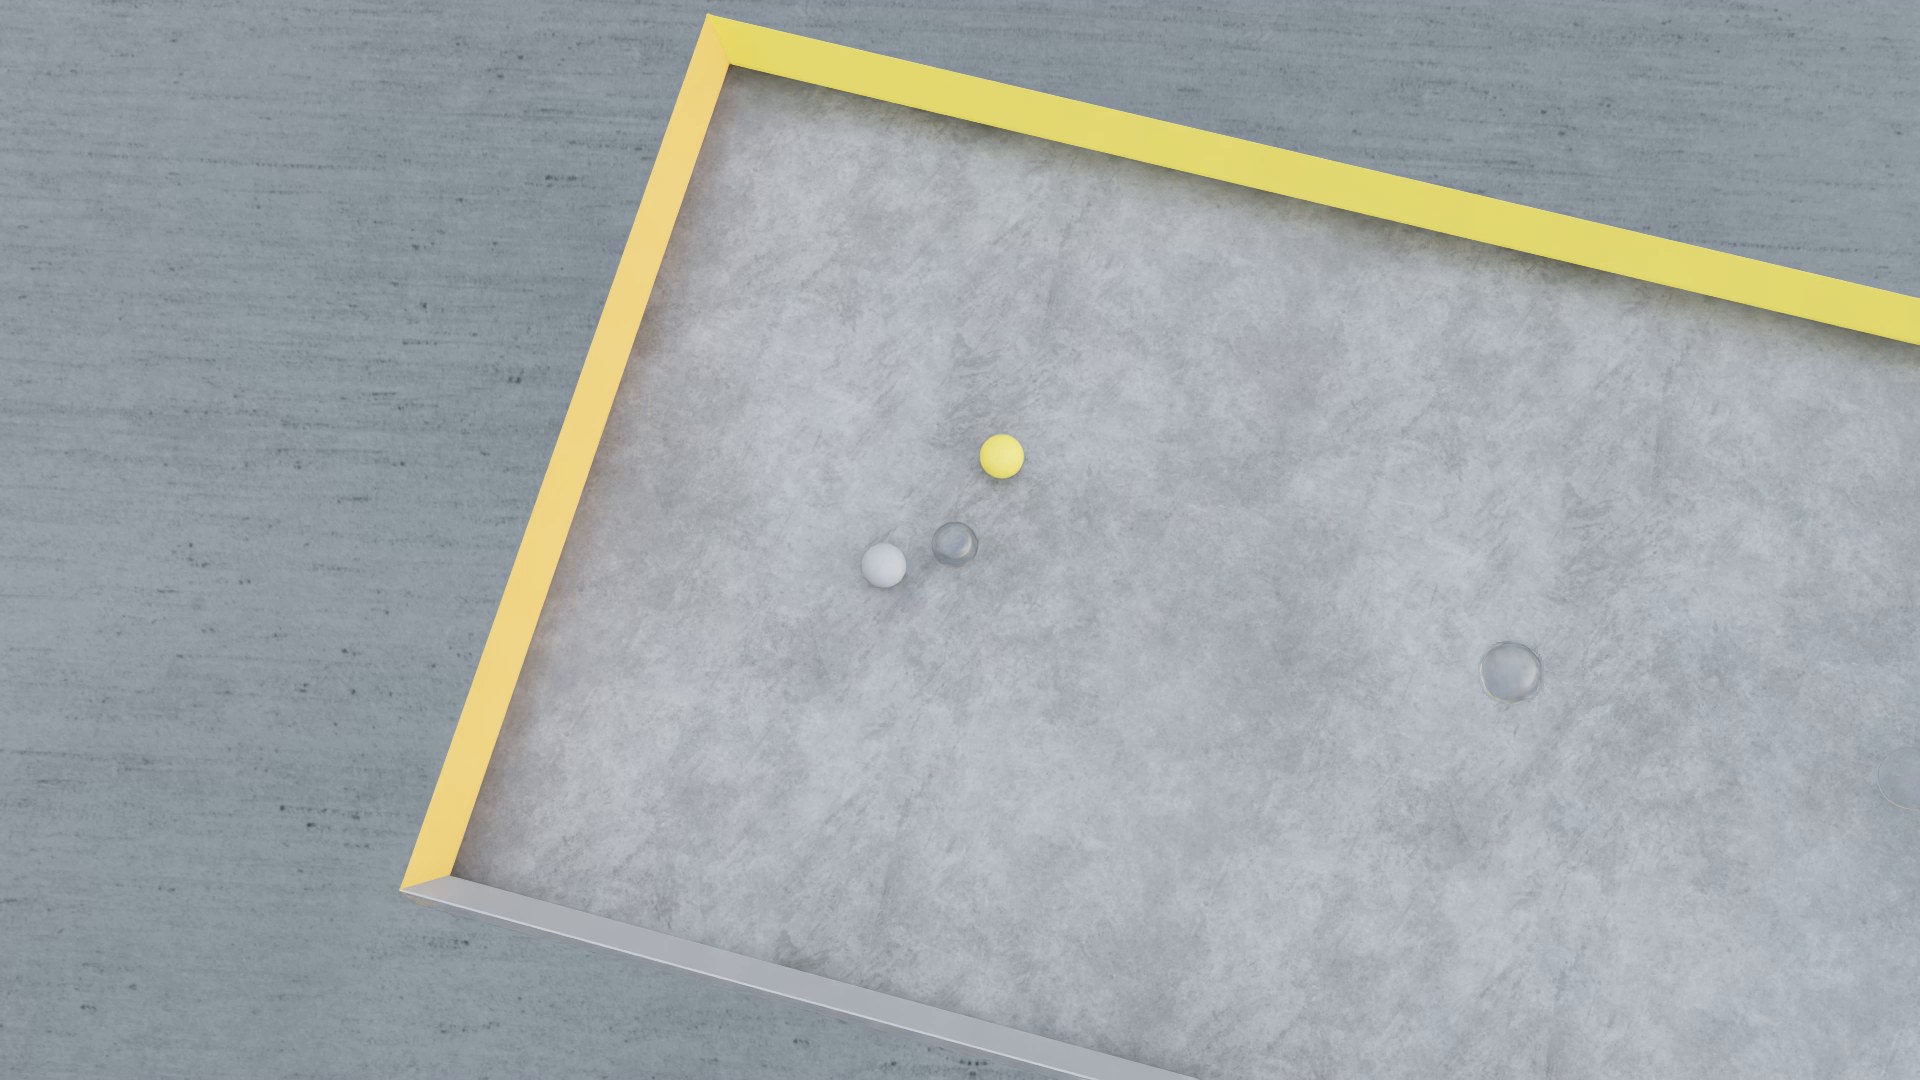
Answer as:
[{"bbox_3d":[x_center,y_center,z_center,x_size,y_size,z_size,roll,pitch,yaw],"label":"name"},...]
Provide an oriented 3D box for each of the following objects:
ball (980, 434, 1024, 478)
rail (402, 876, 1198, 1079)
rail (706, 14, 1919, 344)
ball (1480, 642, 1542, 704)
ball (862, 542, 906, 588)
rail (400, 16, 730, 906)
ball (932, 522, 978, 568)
[{"bbox_3d":[0.066,-0.132,3.464,0.070,0.070,0.070,0,71,0],"label":"ball"},{"bbox_3d":[0.423,0.810,3.113,2.529,0.121,0.045,14,72,5],"label":"rail"},{"bbox_3d":[0.799,-0.518,3.568,2.529,0.121,0.045,14,72,5],"label":"rail"},{"bbox_3d":[0.836,0.202,3.337,0.093,0.093,0.093,0,71,0],"label":"ball"},{"bbox_3d":[-0.118,0.039,3.405,0.070,0.070,0.070,0,71,0],"label":"ball"},{"bbox_3d":[-0.588,-0.157,3.445,0.045,0.121,1.501,14,72,5],"label":"rail"},{"bbox_3d":[-0.008,0.008,3.414,0.074,0.074,0.074,0,71,0],"label":"ball"}]
